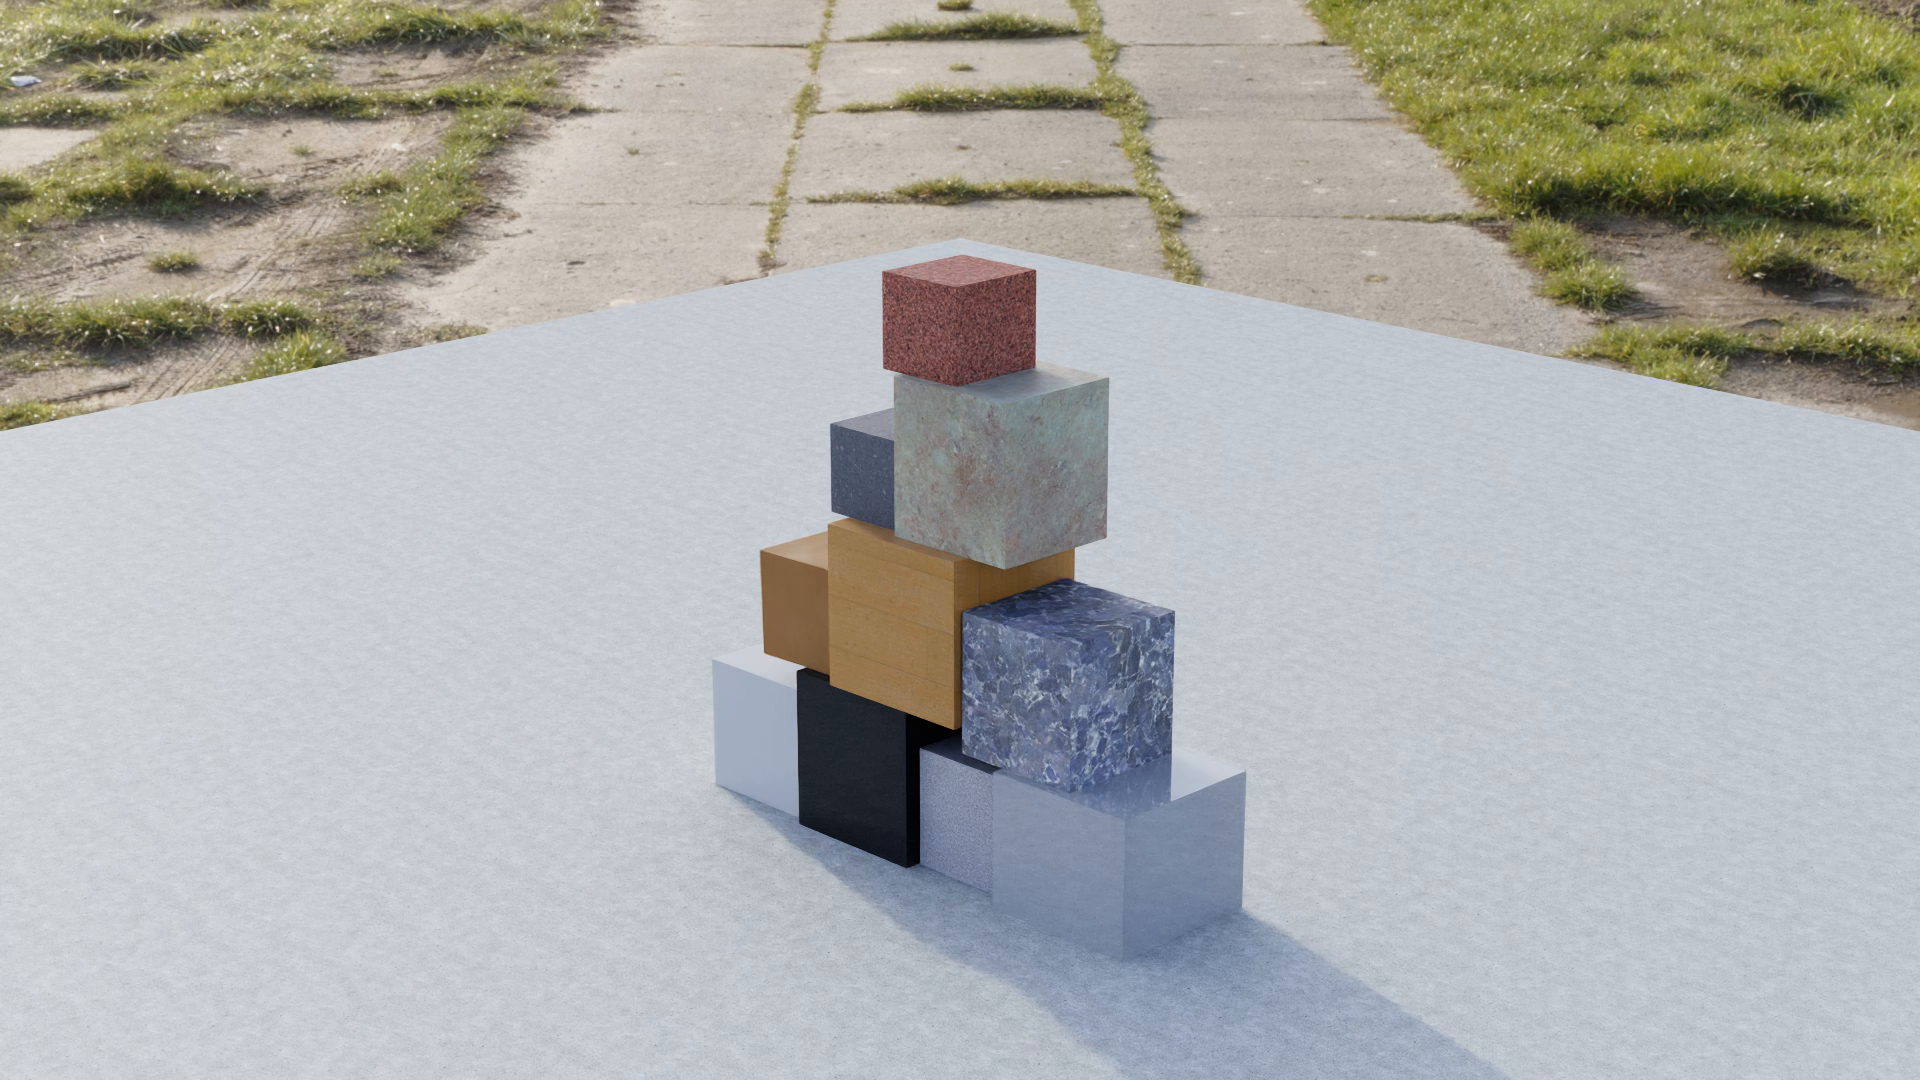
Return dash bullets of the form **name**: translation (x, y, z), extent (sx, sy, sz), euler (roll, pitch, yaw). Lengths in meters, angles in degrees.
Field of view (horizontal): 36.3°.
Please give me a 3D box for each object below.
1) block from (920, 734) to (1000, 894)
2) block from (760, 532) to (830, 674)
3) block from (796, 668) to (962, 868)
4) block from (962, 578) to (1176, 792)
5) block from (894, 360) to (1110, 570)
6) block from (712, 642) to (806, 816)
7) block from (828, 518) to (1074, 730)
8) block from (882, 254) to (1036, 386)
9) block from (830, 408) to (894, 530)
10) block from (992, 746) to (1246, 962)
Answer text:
- **block**: translation (0.219, 1.225, 13.484), extent (0.571, 0.577, 0.570), euler (-17, 24, -42)
- **block**: translation (-0.546, 0.286, 13.976), extent (0.579, 0.517, 0.549), euler (-17, 22, -42)
- **block**: translation (-0.233, 0.982, 13.919), extent (0.779, 0.780, 0.739), euler (-17, 24, -42)
- **block**: translation (0.479, 0.634, 13.017), extent (0.669, 0.671, 0.657), euler (-17, 24, -42)
- **block**: translation (0.183, -0.368, 13.061), extent (0.655, 0.743, 0.692), euler (-17, 24, -42)
- **block**: translation (-0.746, 0.893, 14.410), extent (0.650, 0.656, 0.666), euler (-17, 24, -42)
- **block**: translation (-0.040, 0.302, 13.475), extent (0.781, 0.784, 0.815), euler (-17, 24, -42)
- **block**: translation (-0.003, -0.981, 13.031), extent (0.505, 0.444, 0.461), euler (-17, 24, -42)
- **block**: translation (-0.258, -0.333, 13.487), extent (0.480, 0.422, 0.472), euler (-17, 24, -42)
- **block**: translation (0.705, 1.332, 13.012), extent (0.800, 0.657, 0.778), euler (-17, 24, -42)
